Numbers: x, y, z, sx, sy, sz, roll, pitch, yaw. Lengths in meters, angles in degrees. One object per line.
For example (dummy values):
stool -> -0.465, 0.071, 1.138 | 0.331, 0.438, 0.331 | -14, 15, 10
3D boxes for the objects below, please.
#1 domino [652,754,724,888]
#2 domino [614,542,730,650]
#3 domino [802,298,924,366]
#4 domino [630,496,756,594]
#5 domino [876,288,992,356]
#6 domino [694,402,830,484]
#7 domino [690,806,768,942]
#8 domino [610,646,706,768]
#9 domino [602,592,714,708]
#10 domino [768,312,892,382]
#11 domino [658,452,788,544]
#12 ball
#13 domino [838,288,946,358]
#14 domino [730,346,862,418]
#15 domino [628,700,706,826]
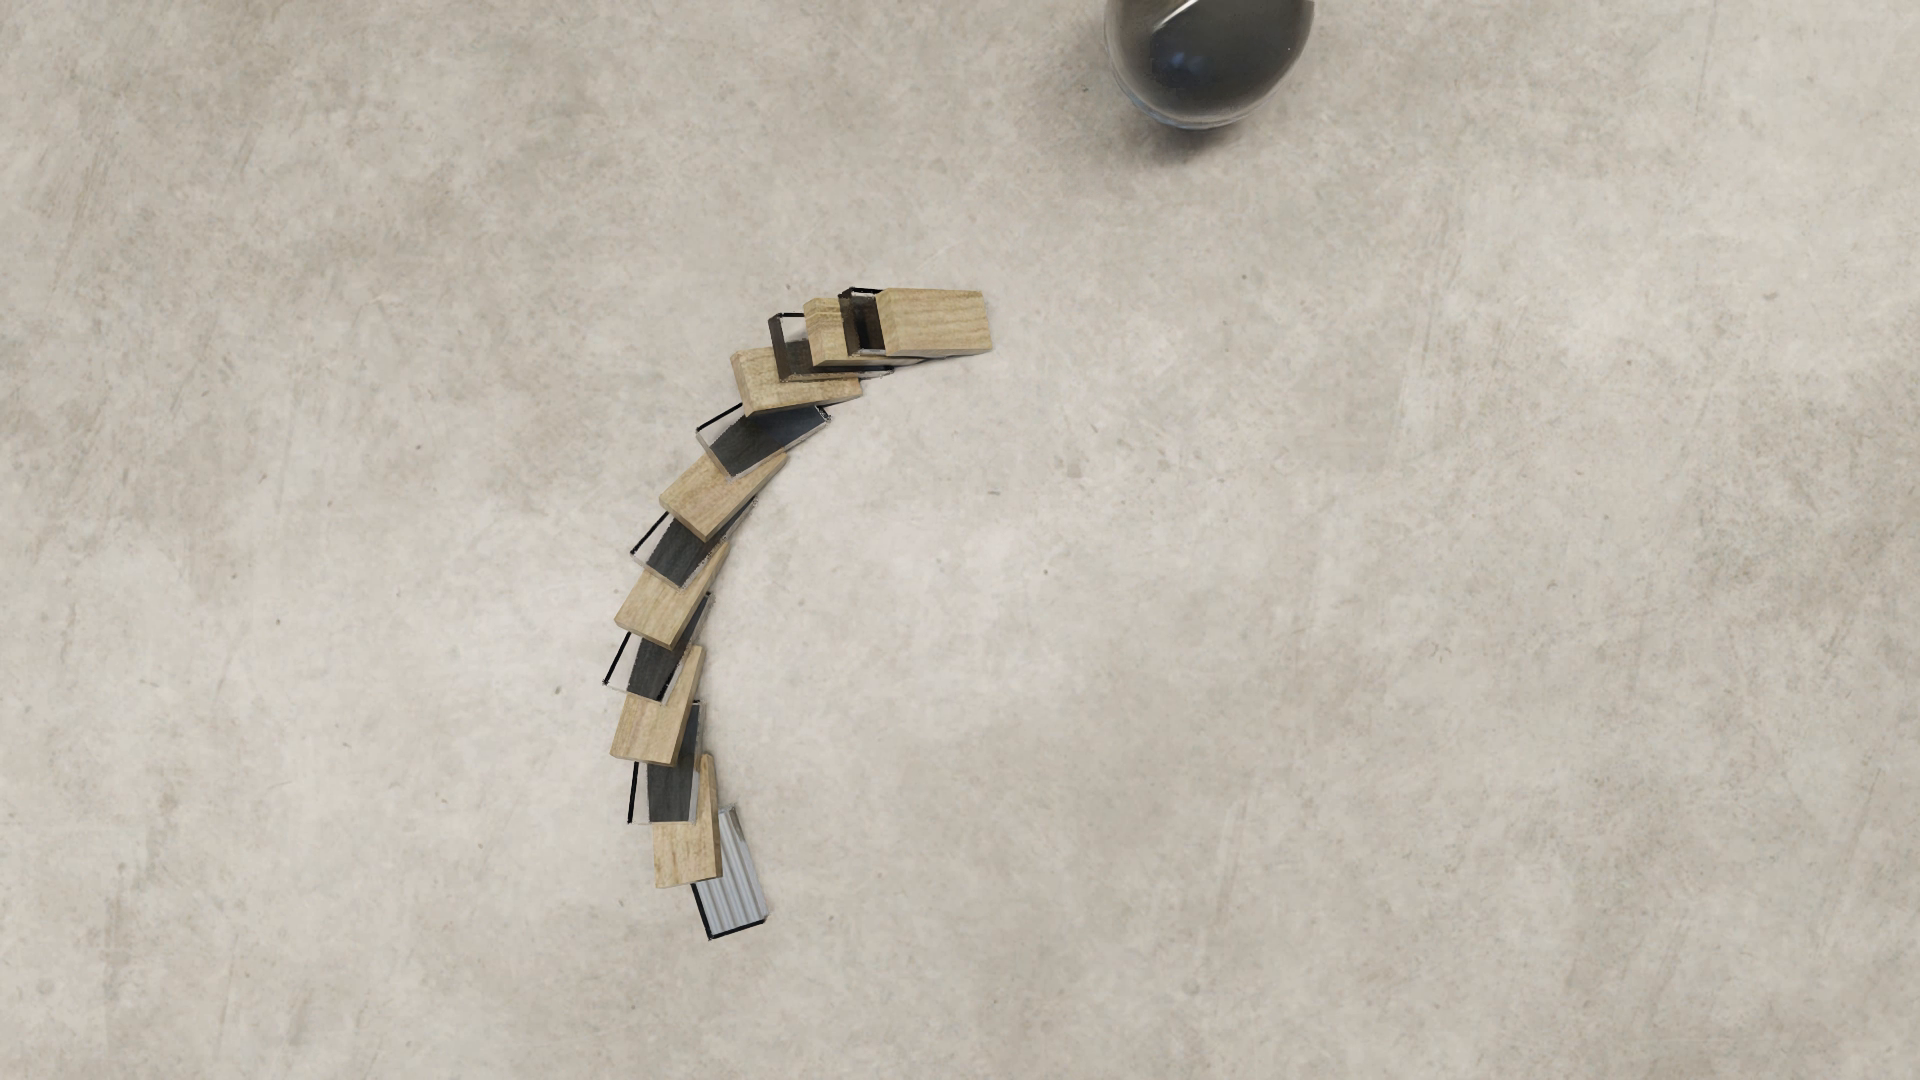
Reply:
domino -> -0.116, 0.118, 0.386 | 0.025, 0.009, 0.050 | -11, 67, 0
domino -> -0.120, 0.018, 0.385 | 0.025, 0.009, 0.050 | 25, 65, 0
domino -> -0.039, -0.086, 0.380 | 0.050, 0.010, 0.025 | -10, 89, -40
domino -> -0.112, -0.005, 0.385 | 0.025, 0.009, 0.050 | 34, 66, 0
domino -> -0.010, -0.090, 0.380 | 0.050, 0.010, 0.025 | -11, 90, -40
domino -> -0.083, -0.048, 0.386 | 0.050, 0.009, 0.025 | -36, 90, -23
domino -> -0.103, 0.143, 0.395 | 0.025, 0.010, 0.050 | -18, 90, 0
domino -> -0.126, 0.068, 0.385 | 0.025, 0.009, 0.050 | 9, 66, 0
domino -> -0.126, 0.042, 0.386 | 0.025, 0.009, 0.050 | 19, 66, 0
domino -> -0.053, -0.080, 0.380 | 0.050, 0.010, 0.025 | -12, 90, -40
domino -> -0.099, -0.025, 0.385 | 0.025, 0.009, 0.050 | 40, 66, 1
ball -> 0.097, -0.205, 0.360 | 0.080, 0.080, 0.080 | 0, 90, 0
domino -> -0.025, -0.089, 0.380 | 0.050, 0.010, 0.025 | -8, 88, -40
domino -> -0.068, -0.068, 0.382 | 0.050, 0.010, 0.025 | -16, 90, -34
domino -> -0.123, 0.093, 0.385 | 0.025, 0.009, 0.050 | -1, 66, 0
